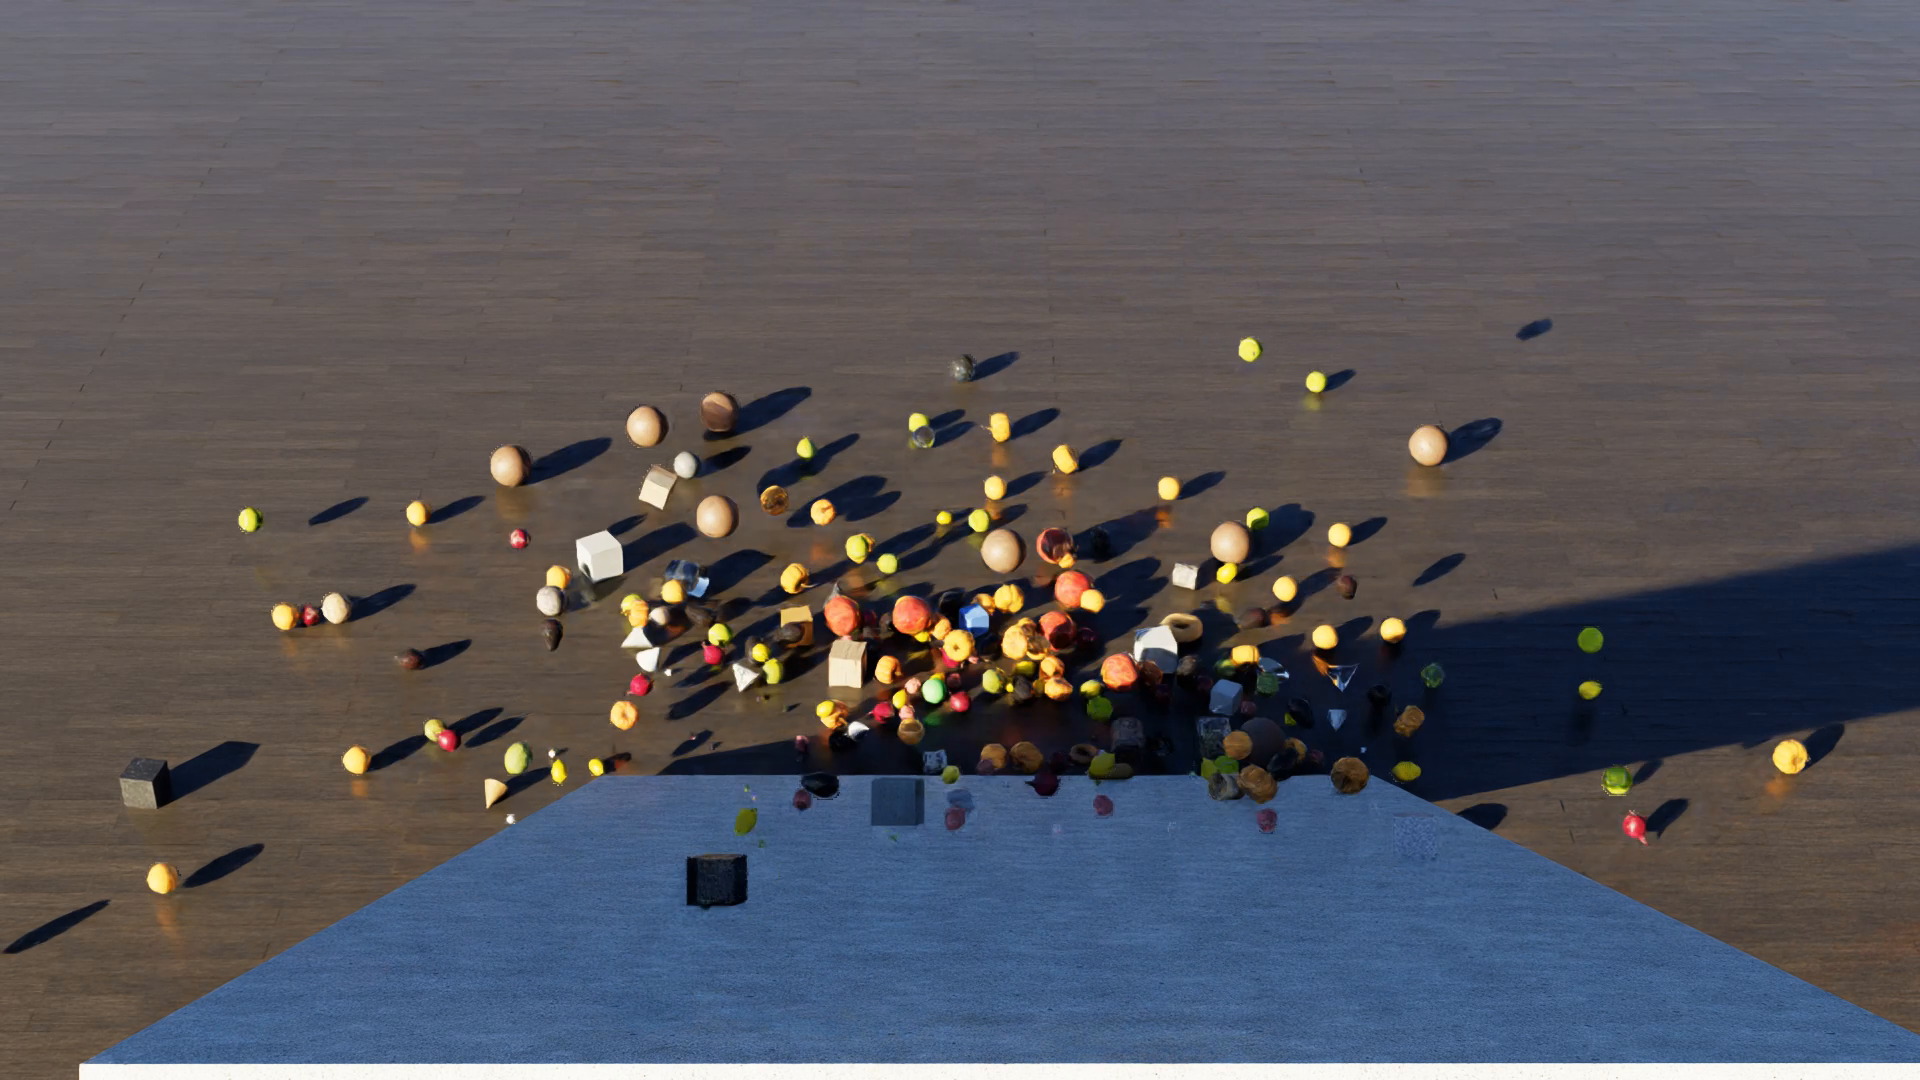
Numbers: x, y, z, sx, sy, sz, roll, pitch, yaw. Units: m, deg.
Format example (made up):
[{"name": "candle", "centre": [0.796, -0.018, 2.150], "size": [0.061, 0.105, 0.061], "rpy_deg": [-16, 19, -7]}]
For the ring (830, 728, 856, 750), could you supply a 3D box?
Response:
[{"name": "ring", "centre": [-0.314, 0.536, 6.979], "size": [0.079, 0.026, 0.079], "rpy_deg": [0, 30, 0]}]

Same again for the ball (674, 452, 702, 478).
[{"name": "ball", "centre": [-0.856, -0.236, 8.143], "size": [0.086, 0.086, 0.086], "rpy_deg": [0, 32, 0]}]

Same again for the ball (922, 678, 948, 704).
[{"name": "ball", "centre": [-0.071, 0.416, 7.129], "size": [0.070, 0.070, 0.070], "rpy_deg": [0, 32, 0]}]

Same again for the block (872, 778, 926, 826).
[{"name": "block", "centre": [-0.128, 0.545, 5.403], "size": [0.091, 0.091, 0.091], "rpy_deg": [0, -1, 13]}]

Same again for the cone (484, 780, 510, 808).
[{"name": "cone", "centre": [-1.220, 0.671, 6.762], "size": [0.068, 0.068, 0.068], "rpy_deg": [10, 60, 16]}]

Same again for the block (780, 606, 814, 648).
[{"name": "block", "centre": [-0.464, 0.248, 7.382], "size": [0.080, 0.080, 0.080], "rpy_deg": [-7, 31, -11]}]

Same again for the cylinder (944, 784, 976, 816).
[{"name": "cylinder", "centre": [0.001, 0.562, 5.583], "size": [0.051, 0.051, 0.051], "rpy_deg": [-30, 36, 1]}]

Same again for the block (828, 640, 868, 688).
[{"name": "block", "centre": [-0.312, 0.344, 7.223], "size": [0.090, 0.090, 0.090], "rpy_deg": [5, 33, 8]}]

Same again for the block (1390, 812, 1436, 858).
[{"name": "block", "centre": [0.833, 0.543, 4.765], "size": [0.076, 0.076, 0.076], "rpy_deg": [0, -1, 4]}]

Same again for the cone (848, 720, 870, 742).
[{"name": "cone", "centre": [-0.258, 0.508, 6.929], "size": [0.057, 0.057, 0.057], "rpy_deg": [-31, 10, -39]}]

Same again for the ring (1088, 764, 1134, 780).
[{"name": "ring", "centre": [0.382, 0.588, 6.575], "size": [0.117, 0.039, 0.117], "rpy_deg": [0, -5, 0]}]

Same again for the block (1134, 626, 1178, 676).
[{"name": "block", "centre": [0.549, 0.311, 7.270], "size": [0.095, 0.095, 0.095], "rpy_deg": [-7, 33, -11]}]

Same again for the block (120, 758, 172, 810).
[{"name": "block", "centre": [-2.125, 0.634, 6.765], "size": [0.090, 0.090, 0.090], "rpy_deg": [5, 33, 8]}]

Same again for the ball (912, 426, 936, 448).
[{"name": "ball", "centre": [-0.115, -0.330, 8.305], "size": [0.074, 0.074, 0.074], "rpy_deg": [0, 32, 0]}]

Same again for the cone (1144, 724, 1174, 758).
[{"name": "cone", "centre": [0.530, 0.520, 6.884], "size": [0.083, 0.083, 0.083], "rpy_deg": [1, 31, -1]}]

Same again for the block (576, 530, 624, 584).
[{"name": "block", "centre": [-1.067, 0.050, 7.680], "size": [0.100, 0.100, 0.100], "rpy_deg": [-19, 37, -27]}]

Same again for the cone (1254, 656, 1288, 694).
[{"name": "cone", "centre": [0.840, 0.390, 7.157], "size": [0.096, 0.096, 0.096], "rpy_deg": [26, 29, -15]}]

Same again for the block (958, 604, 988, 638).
[{"name": "block", "centre": [0.038, 0.232, 7.425], "size": [0.064, 0.064, 0.064], "rpy_deg": [-19, 37, -27]}]

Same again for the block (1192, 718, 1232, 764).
[{"name": "block", "centre": [0.670, 0.535, 6.896], "size": [0.088, 0.088, 0.088], "rpy_deg": [3, 31, -2]}]

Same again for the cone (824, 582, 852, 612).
[{"name": "cone", "centre": [-0.358, 0.155, 7.531], "size": [0.081, 0.081, 0.081], "rpy_deg": [0, 32, 0]}]

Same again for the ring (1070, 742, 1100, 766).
[{"name": "ring", "centre": [0.332, 0.572, 6.924], "size": [0.080, 0.027, 0.080], "rpy_deg": [1, 33, 0]}]

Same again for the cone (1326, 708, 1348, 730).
[{"name": "cone", "centre": [1.015, 0.495, 6.987], "size": [0.057, 0.057, 0.057], "rpy_deg": [4, 49, 6]}]

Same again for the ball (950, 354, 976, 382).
[{"name": "ball", "centre": [0.009, -0.575, 8.675], "size": [0.090, 0.090, 0.090], "rpy_deg": [0, 32, 0]}]

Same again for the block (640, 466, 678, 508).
[{"name": "block", "centre": [-0.903, -0.159, 7.767], "size": [0.079, 0.079, 0.079], "rpy_deg": [24, 39, 1]}]

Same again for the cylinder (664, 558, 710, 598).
[{"name": "cylinder", "centre": [-0.798, 0.110, 7.587], "size": [0.096, 0.096, 0.096], "rpy_deg": [15, 35, 22]}]

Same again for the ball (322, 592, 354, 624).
[{"name": "ball", "centre": [-1.792, 0.196, 7.460], "size": [0.088, 0.088, 0.088], "rpy_deg": [0, 32, 0]}]

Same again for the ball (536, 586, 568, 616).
[{"name": "ball", "centre": [-1.181, 0.174, 7.494], "size": [0.088, 0.088, 0.088], "rpy_deg": [0, 32, 0]}]

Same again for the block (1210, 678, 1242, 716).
[{"name": "block", "centre": [0.729, 0.431, 7.108], "size": [0.066, 0.066, 0.066], "rpy_deg": [16, 36, 24]}]

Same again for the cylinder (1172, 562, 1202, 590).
[{"name": "cylinder", "centre": [0.667, 0.105, 7.619], "size": [0.069, 0.069, 0.069], "rpy_deg": [11, 34, 16]}]

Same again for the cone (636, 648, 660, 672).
[{"name": "cone", "centre": [-0.855, 0.319, 7.247], "size": [0.072, 0.072, 0.072], "rpy_deg": [24, 40, -22]}]

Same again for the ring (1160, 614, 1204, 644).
[{"name": "ring", "centre": [0.635, 0.252, 7.415], "size": [0.125, 0.042, 0.125], "rpy_deg": [0, 31, 0]}]

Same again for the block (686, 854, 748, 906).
[{"name": "block", "centre": [-0.382, 0.535, 4.085], "size": [0.073, 0.073, 0.073], "rpy_deg": [0, -1, 17]}]

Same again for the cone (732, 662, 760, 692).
[{"name": "cone", "centre": [-0.606, 0.366, 7.167], "size": [0.077, 0.077, 0.077], "rpy_deg": [49, 46, 3]}]

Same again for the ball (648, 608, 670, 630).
[{"name": "ball", "centre": [-0.859, 0.225, 7.415], "size": [0.062, 0.062, 0.062], "rpy_deg": [0, 32, 0]}]

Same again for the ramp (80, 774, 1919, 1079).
[{"name": "ramp", "centre": [0.072, 0.631, 4.730], "size": [2.000, 0.100, 4.000], "rpy_deg": [0, -1, 0]}]

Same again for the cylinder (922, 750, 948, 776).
[{"name": "cylinder", "centre": [-0.066, 0.589, 6.851], "size": [0.062, 0.062, 0.062], "rpy_deg": [-6, 32, 1]}]

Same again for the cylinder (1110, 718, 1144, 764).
[{"name": "cylinder", "centre": [0.444, 0.533, 6.879], "size": [0.090, 0.090, 0.090], "rpy_deg": [0, 48, 0]}]

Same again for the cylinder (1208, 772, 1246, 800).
[{"name": "cylinder", "centre": [0.615, 0.567, 5.965], "size": [0.063, 0.063, 0.063], "rpy_deg": [1, 26, -39]}]
